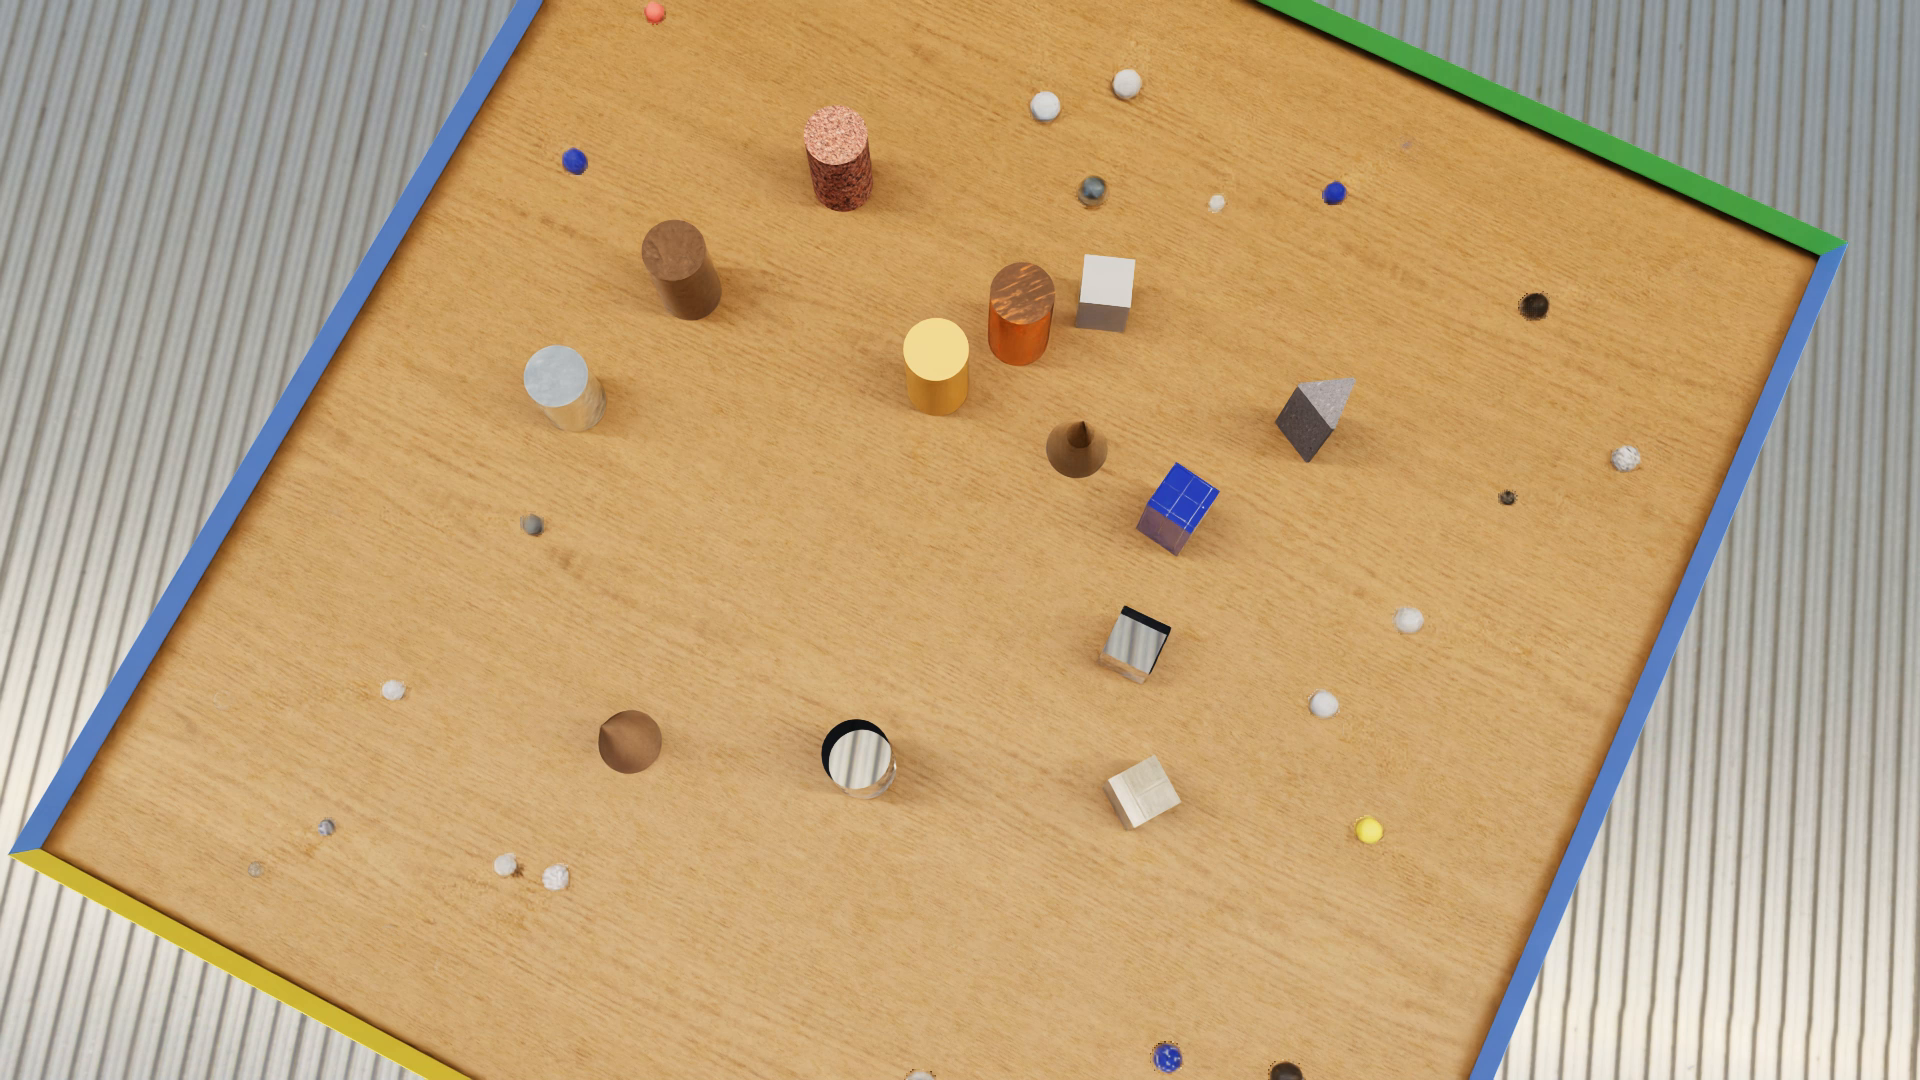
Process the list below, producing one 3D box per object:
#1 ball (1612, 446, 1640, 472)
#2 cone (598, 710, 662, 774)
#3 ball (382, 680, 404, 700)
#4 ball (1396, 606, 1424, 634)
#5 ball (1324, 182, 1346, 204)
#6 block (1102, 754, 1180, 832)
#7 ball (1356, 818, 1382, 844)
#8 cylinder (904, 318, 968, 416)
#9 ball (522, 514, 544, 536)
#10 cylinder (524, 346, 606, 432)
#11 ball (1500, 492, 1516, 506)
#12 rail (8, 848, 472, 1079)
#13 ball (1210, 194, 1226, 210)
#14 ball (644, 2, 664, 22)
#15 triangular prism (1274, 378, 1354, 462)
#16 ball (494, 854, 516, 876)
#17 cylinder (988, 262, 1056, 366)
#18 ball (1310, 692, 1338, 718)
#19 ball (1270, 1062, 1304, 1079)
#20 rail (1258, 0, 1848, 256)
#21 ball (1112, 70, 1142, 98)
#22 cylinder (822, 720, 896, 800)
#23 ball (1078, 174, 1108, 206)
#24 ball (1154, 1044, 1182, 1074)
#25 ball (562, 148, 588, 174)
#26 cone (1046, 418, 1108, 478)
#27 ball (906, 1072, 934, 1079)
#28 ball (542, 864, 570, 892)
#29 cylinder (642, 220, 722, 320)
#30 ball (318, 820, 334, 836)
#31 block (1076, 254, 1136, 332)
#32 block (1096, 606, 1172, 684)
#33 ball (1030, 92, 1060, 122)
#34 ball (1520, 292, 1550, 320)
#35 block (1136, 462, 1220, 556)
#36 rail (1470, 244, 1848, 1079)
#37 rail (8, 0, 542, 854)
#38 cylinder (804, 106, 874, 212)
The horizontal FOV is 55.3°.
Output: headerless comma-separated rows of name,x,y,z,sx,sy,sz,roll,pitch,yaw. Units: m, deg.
ball,2.047,-0.251,5.628,0.079,0.079,0.079,0,78,0
cone,-0.988,0.558,5.266,0.191,0.461,0.191,0,78,0
ball,-1.699,0.450,5.491,0.062,0.062,0.062,0,78,0
ball,1.355,0.242,5.523,0.084,0.084,0.084,0,78,0
ball,1.190,-1.101,5.808,0.070,0.070,0.070,0,78,0
block,0.525,0.739,5.330,0.153,0.261,0.153,-28,80,-5
ball,1.206,0.857,5.400,0.076,0.076,0.076,0,78,0
cylinder,-0.070,-0.517,5.528,0.191,0.382,0.191,0,78,0
ball,-1.305,-0.047,5.593,0.064,0.064,0.064,0,78,0
cylinder,-1.196,-0.456,5.564,0.191,0.288,0.191,0,78,0
ball,1.681,-0.127,5.621,0.043,0.043,0.043,0,78,0
rail,-0.915,1.799,5.180,4.093,0.124,0.045,26,80,5
ball,0.816,-1.069,5.812,0.051,0.051,0.051,0,78,0
ball,-0.990,-1.710,5.937,0.064,0.064,0.064,0,78,0
triangular prism,1.085,-0.385,5.492,0.143,0.400,0.166,-35,80,-7
ball,-1.338,0.957,5.386,0.064,0.064,0.064,0,78,0
cylinder,0.182,-0.678,5.547,0.191,0.411,0.191,0,78,0
ball,1.088,0.493,5.472,0.083,0.083,0.083,0,78,0
ball,0.936,1.544,5.248,0.095,0.095,0.095,0,78,0
rail,0.915,-1.786,5.922,4.093,0.124,0.045,26,80,5
ball,0.536,-1.461,5.871,0.093,0.093,0.093,0,78,0
cylinder,-0.286,0.633,5.253,0.191,0.455,0.191,0,78,0
ball,0.422,-1.107,5.798,0.094,0.094,0.094,0,78,0
ball,0.596,1.489,5.266,0.083,0.083,0.083,0,78,0
ball,-1.226,-1.206,5.826,0.079,0.079,0.079,0,78,0
cone,0.362,-0.316,5.519,0.191,0.320,0.191,0,78,0
ball,-0.114,1.568,5.245,0.092,0.092,0.092,0,78,0
ball,-1.185,0.991,5.372,0.078,0.078,0.078,0,78,0
cylinder,-0.847,-0.820,5.598,0.191,0.368,0.191,0,78,0
ball,-1.874,0.850,5.416,0.048,0.048,0.048,0,78,0
block,0.446,-0.758,5.649,0.153,0.243,0.153,6,78,1
block,0.514,0.313,5.432,0.153,0.235,0.153,25,79,5
ball,0.273,-1.385,5.854,0.096,0.096,0.096,0,78,0
ball,1.796,-0.731,5.725,0.084,0.084,0.084,0,78,0
block,0.645,-0.088,5.460,0.153,0.343,0.153,35,80,7
rail,1.809,0.893,5.367,0.045,0.124,4.141,26,80,5
rail,-1.809,-0.879,5.734,0.045,0.124,4.141,26,80,5
cylinder,-0.373,-1.176,5.670,0.191,0.371,0.191,0,78,0
